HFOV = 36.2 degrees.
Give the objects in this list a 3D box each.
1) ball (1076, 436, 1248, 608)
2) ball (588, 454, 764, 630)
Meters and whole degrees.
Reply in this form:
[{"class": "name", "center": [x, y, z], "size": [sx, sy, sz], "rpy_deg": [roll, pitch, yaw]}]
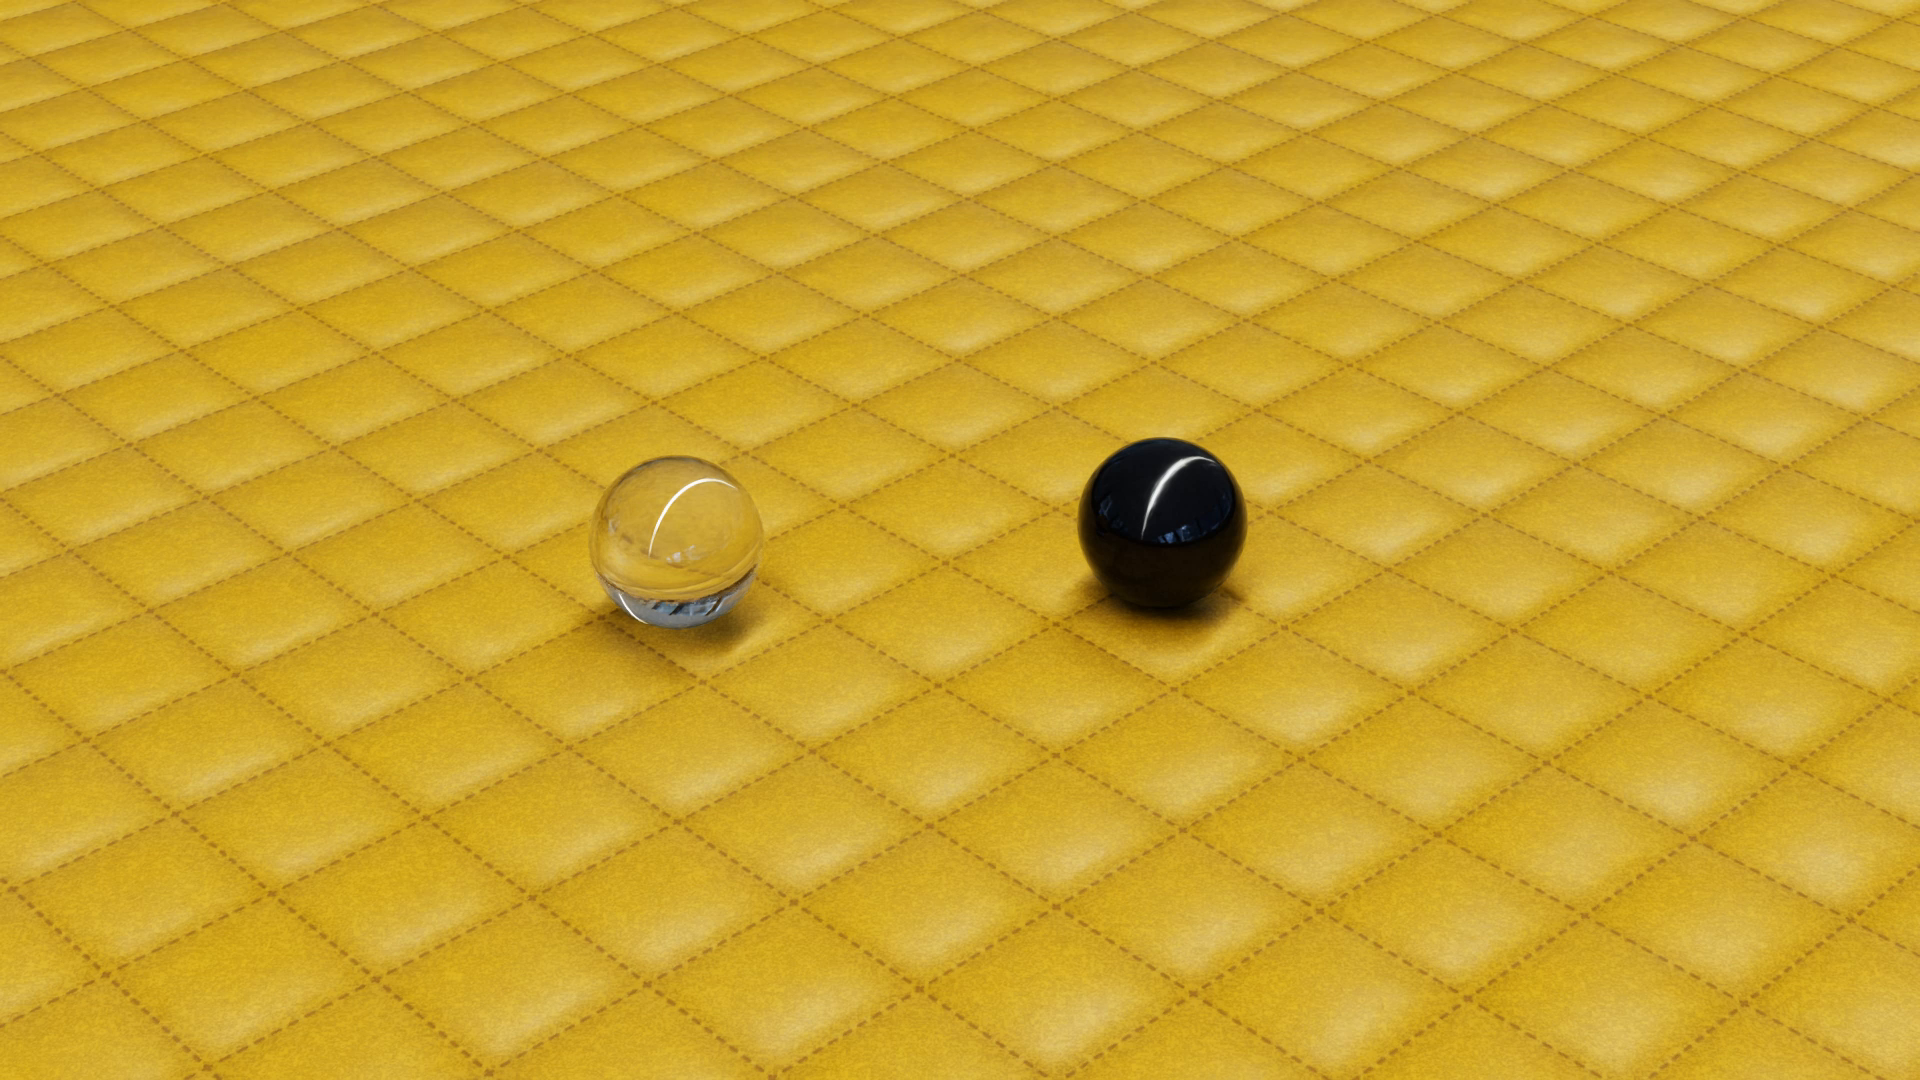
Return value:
[{"class": "ball", "center": [0.111, -0.010, 1.614], "size": [0.094, 0.094, 0.094], "rpy_deg": [0, 31, 0]}, {"class": "ball", "center": [-0.154, 0.001, 1.595], "size": [0.095, 0.095, 0.095], "rpy_deg": [0, 31, 0]}]
